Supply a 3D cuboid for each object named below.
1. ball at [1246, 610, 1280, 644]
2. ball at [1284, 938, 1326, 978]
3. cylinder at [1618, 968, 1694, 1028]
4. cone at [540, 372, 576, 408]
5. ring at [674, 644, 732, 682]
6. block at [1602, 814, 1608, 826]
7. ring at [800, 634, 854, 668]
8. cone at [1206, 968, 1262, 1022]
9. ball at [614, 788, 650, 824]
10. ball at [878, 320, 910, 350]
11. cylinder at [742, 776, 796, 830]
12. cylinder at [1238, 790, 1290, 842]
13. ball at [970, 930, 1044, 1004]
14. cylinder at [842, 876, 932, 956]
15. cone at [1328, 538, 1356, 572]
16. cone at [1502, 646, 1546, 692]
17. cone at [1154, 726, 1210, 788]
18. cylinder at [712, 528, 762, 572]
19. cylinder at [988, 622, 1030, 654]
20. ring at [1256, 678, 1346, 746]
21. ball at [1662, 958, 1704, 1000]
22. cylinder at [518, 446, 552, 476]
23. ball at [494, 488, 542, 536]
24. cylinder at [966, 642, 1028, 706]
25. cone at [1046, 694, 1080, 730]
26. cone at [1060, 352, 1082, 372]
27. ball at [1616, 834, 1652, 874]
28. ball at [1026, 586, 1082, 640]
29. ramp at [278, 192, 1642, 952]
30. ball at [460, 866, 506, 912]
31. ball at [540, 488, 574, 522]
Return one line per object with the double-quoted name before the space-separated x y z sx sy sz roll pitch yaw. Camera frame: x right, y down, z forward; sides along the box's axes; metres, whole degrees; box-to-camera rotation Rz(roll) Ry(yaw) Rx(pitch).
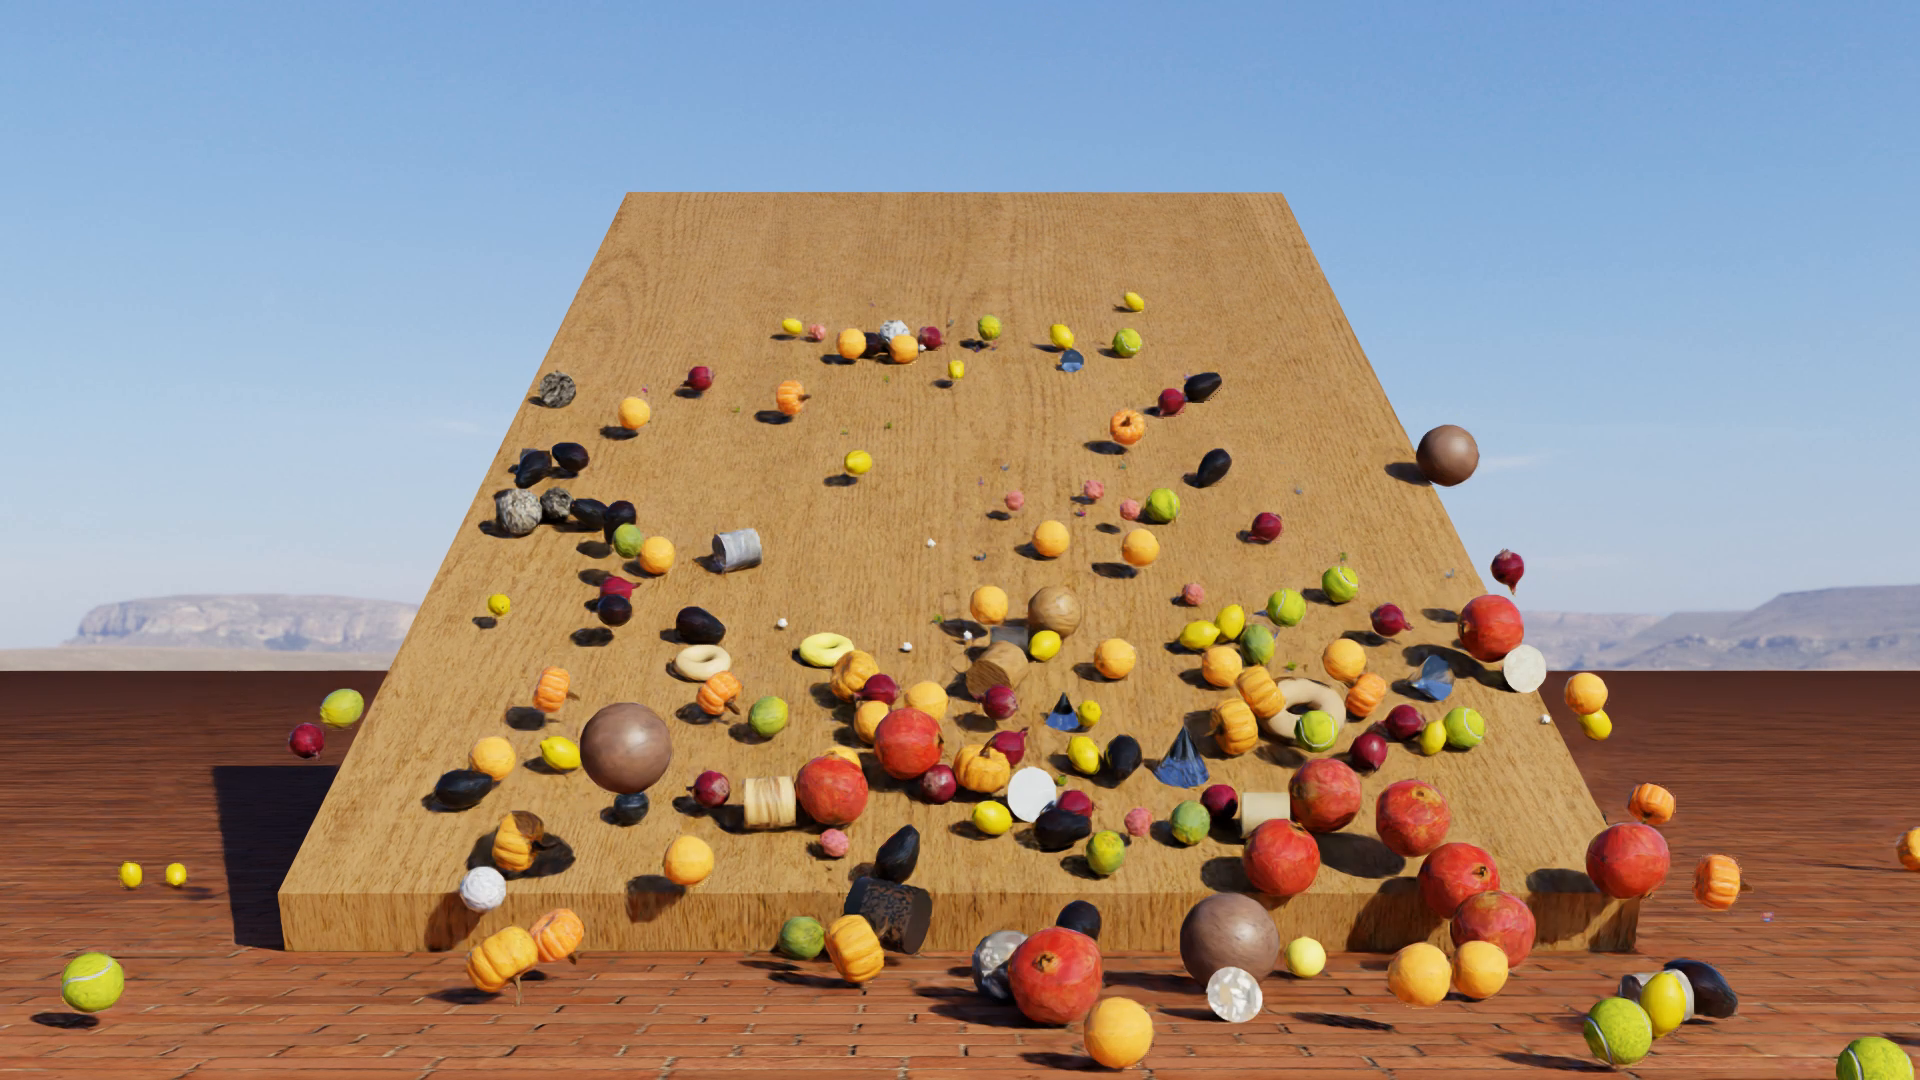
"ball" 0.544 0.158 4.159 0.060 0.060 0.060 0 -3 0
"ball" 0.468 0.566 3.138 0.055 0.055 0.055 0 -3 0
"cylinder" 0.809 0.533 2.692 0.062 0.062 0.062 -3 -2 -16
"cone" -0.925 -0.341 5.341 0.084 0.084 0.084 0 -4 -5
"ring" -0.451 0.215 4.054 0.101 0.034 0.101 0 25 0
"block" 1.177 0.556 4.352 0.073 0.073 0.073 -10 -4 6
"ring" -0.236 0.195 4.103 0.098 0.033 0.098 1 23 -1
"cone" 0.320 0.560 2.793 0.069 0.069 0.069 1 -30 -15
"ball" -0.507 0.409 3.573 0.056 0.056 0.056 0 -3 0
"ball" -0.162 -0.501 5.667 0.076 0.076 0.076 0 -3 0
"cylinder" -0.293 0.403 3.556 0.079 0.079 0.079 -3 -3 -5
"cylinder" 0.464 0.420 3.523 0.072 0.072 0.072 5 -2 8
"ball" 0.060 0.534 2.898 0.092 0.092 0.092 0 -3 0
"cylinder" -0.102 0.528 3.260 0.094 0.094 0.094 9 1 23
"cone" 0.741 0.035 4.501 0.080 0.080 0.080 1 -10 0
"cone" 0.964 0.225 4.034 0.082 0.082 0.082 1 -5 -15
"cone" 0.357 0.335 3.708 0.089 0.089 0.089 0 23 0
"cylinder" -0.429 0.019 4.460 0.073 0.073 0.073 -11 2 -25
"cylinder" 0.086 0.184 4.088 0.063 0.063 0.063 15 -5 -7
"ring" 0.567 0.285 3.853 0.149 0.050 0.149 0 36 0
"ball" 0.909 0.555 2.916 0.054 0.054 0.054 0 -3 0
"cylinder" -0.901 -0.166 4.912 0.052 0.052 0.052 18 2 17
"ball" -0.879 -0.056 4.608 0.093 0.093 0.093 0 -3 0
"cylinder" 0.064 0.228 3.961 0.084 0.084 0.084 -1 21 25
"cone" 0.173 0.280 3.877 0.057 0.057 0.057 0 23 0
"cone" 0.268 -0.427 5.562 0.055 0.055 0.055 0 6 6
"ball" 1.353 0.633 4.658 0.082 0.082 0.082 0 -3 0
"ball" 0.170 0.132 4.167 0.100 0.100 0.100 0 -3 0
"ramp" -0.007 -0.226 5.252 2.000 0.100 4.000 0 23 0
"ball" -0.688 0.504 3.341 0.066 0.066 0.066 0 -3 0
"ball" -0.814 -0.071 4.670 0.071 0.071 0.071 0 -3 0
